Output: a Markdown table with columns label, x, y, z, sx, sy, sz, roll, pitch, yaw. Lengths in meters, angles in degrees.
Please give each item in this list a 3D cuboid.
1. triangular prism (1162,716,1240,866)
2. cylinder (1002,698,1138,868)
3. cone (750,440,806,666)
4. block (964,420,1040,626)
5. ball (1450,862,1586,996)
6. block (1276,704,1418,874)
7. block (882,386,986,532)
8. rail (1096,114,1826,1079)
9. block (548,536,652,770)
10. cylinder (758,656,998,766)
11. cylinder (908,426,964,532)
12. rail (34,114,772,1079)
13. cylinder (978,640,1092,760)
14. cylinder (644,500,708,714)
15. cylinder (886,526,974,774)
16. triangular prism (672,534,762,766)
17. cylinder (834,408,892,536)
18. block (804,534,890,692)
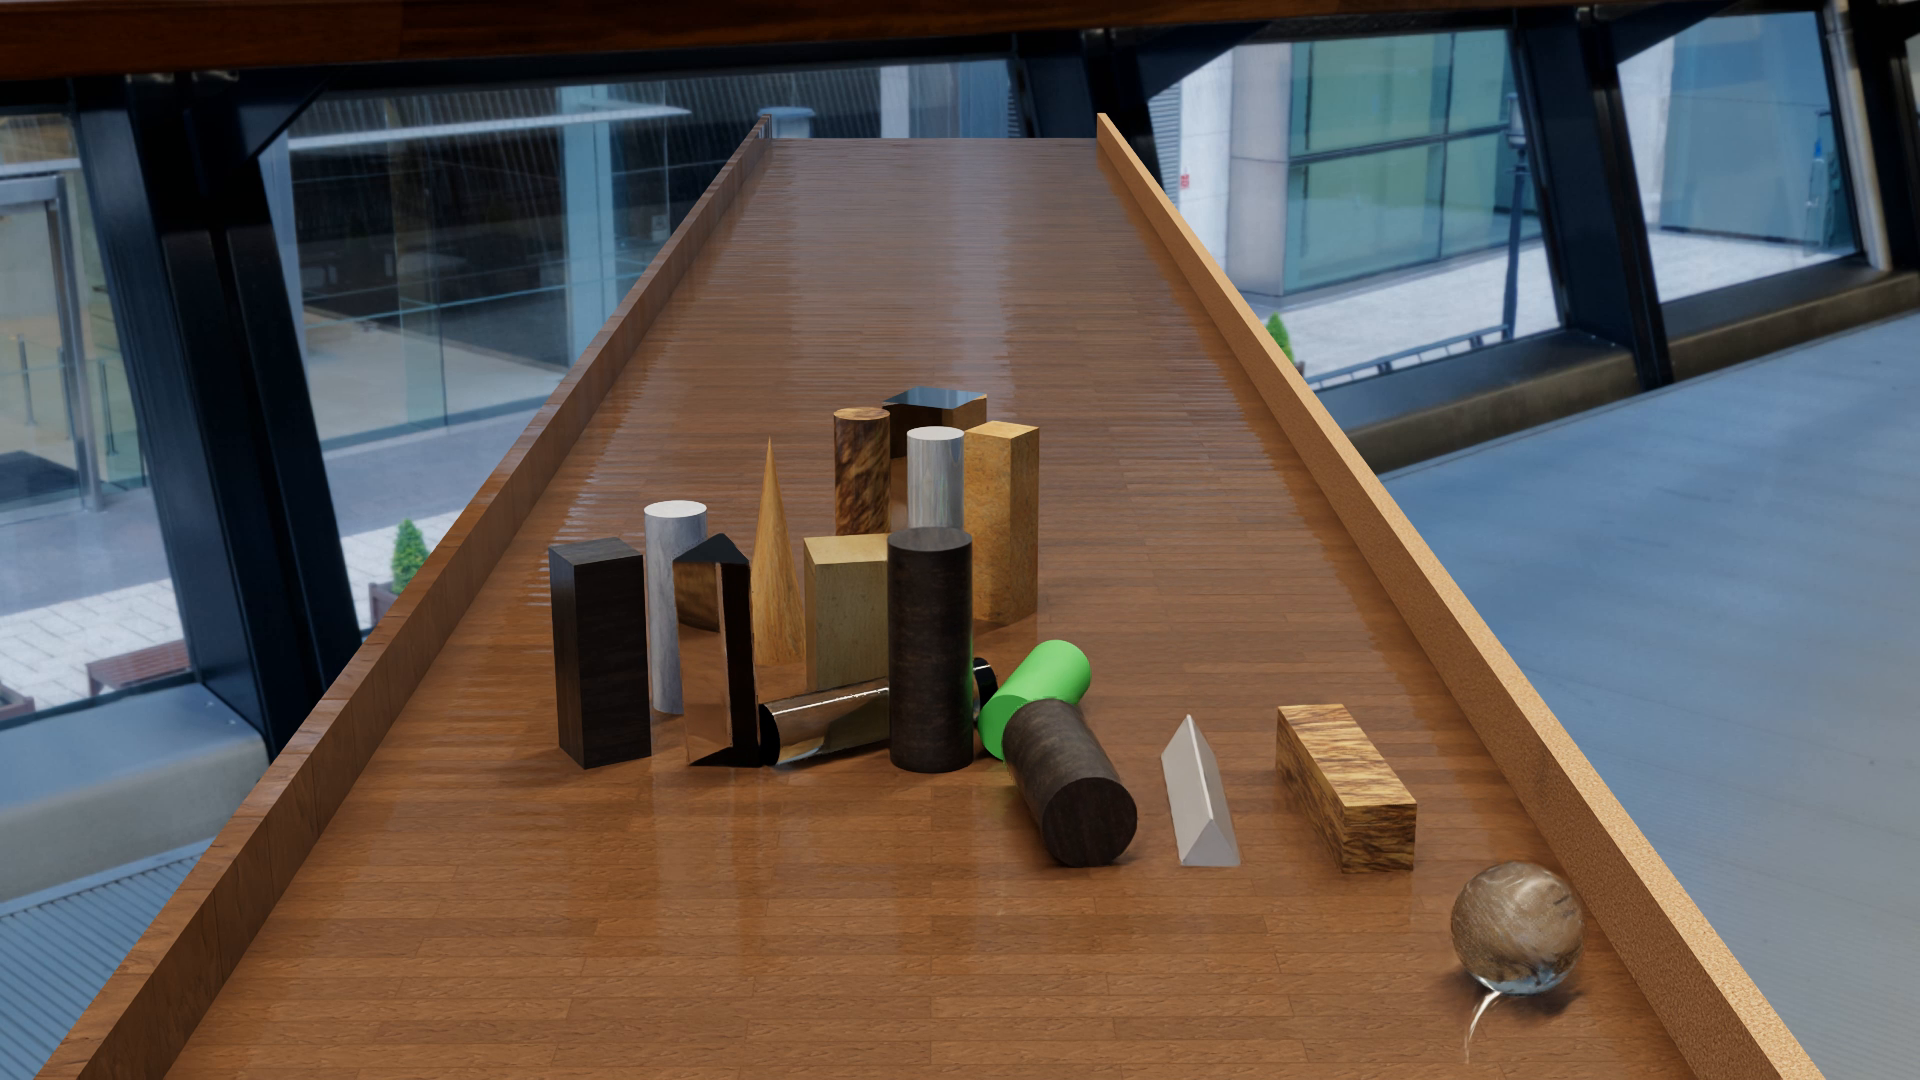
| label | x | y | z | sx | sy | sz | roll | pitch | yaw |
| --- | --- | --- | --- | --- | --- | --- | --- | --- | --- |
| triangular prism | 0.401 | 0.413 | 3.690 | 0.093 | 0.081 | 0.452 | 0 | 17 | 1 |
| cylinder | 0.176 | 0.395 | 3.627 | 0.155 | 0.155 | 0.351 | -3 | 17 | -9 |
| cone | -0.374 | 0.012 | 4.388 | 0.145 | 0.456 | 0.145 | 0 | 17 | 0 |
| block | 0.087 | -0.037 | 4.642 | 0.114 | 0.404 | 0.114 | 10 | 20 | 31 |
| ball | 0.780 | 0.543 | 3.077 | 0.184 | 0.184 | 0.184 | 0 | 17 | 0 |
| block | 0.635 | 0.406 | 3.658 | 0.115 | 0.115 | 0.438 | -2 | 17 | -6 |
| block | -0.055 | -0.115 | 4.888 | 0.171 | 0.413 | 0.171 | 8 | 18 | 25 |
| rail | 0.932 | -0.844 | 7.801 | 0.050 | 0.150 | 12.000 | 0 | 17 | -1 |
| block | -0.637 | 0.199 | 3.897 | 0.127 | 0.376 | 0.127 | -9 | 19 | -29 |
| cylinder | -0.152 | 0.308 | 3.993 | 0.458 | 0.113 | 0.113 | -10 | 20 | -31 |
| cylinder | -0.048 | 0.011 | 4.385 | 0.113 | 0.460 | 0.113 | 0 | 17 | 0 |
| rail | -1.118 | -0.838 | 7.780 | 0.050 | 0.150 | 12.000 | 0 | 17 | -1 |
| cylinder | 0.139 | 0.292 | 4.022 | 0.128 | 0.128 | 0.308 | 5 | 17 | 17 |
| cylinder | -0.528 | 0.126 | 4.130 | 0.115 | 0.384 | 0.115 | 0 | 17 | 0 |
| cylinder | -0.051 | 0.193 | 3.863 | 0.149 | 0.407 | 0.149 | 0 | 17 | 0 |
| triangular prism | -0.414 | 0.193 | 3.846 | 0.130 | 0.403 | 0.113 | 1 | 26 | 4 |
| cylinder | -0.202 | -0.046 | 4.596 | 0.116 | 0.448 | 0.116 | 0 | 17 | 0 |
| block | -0.195 | 0.162 | 4.145 | 0.173 | 0.306 | 0.173 | -3 | 17 | -10 |
